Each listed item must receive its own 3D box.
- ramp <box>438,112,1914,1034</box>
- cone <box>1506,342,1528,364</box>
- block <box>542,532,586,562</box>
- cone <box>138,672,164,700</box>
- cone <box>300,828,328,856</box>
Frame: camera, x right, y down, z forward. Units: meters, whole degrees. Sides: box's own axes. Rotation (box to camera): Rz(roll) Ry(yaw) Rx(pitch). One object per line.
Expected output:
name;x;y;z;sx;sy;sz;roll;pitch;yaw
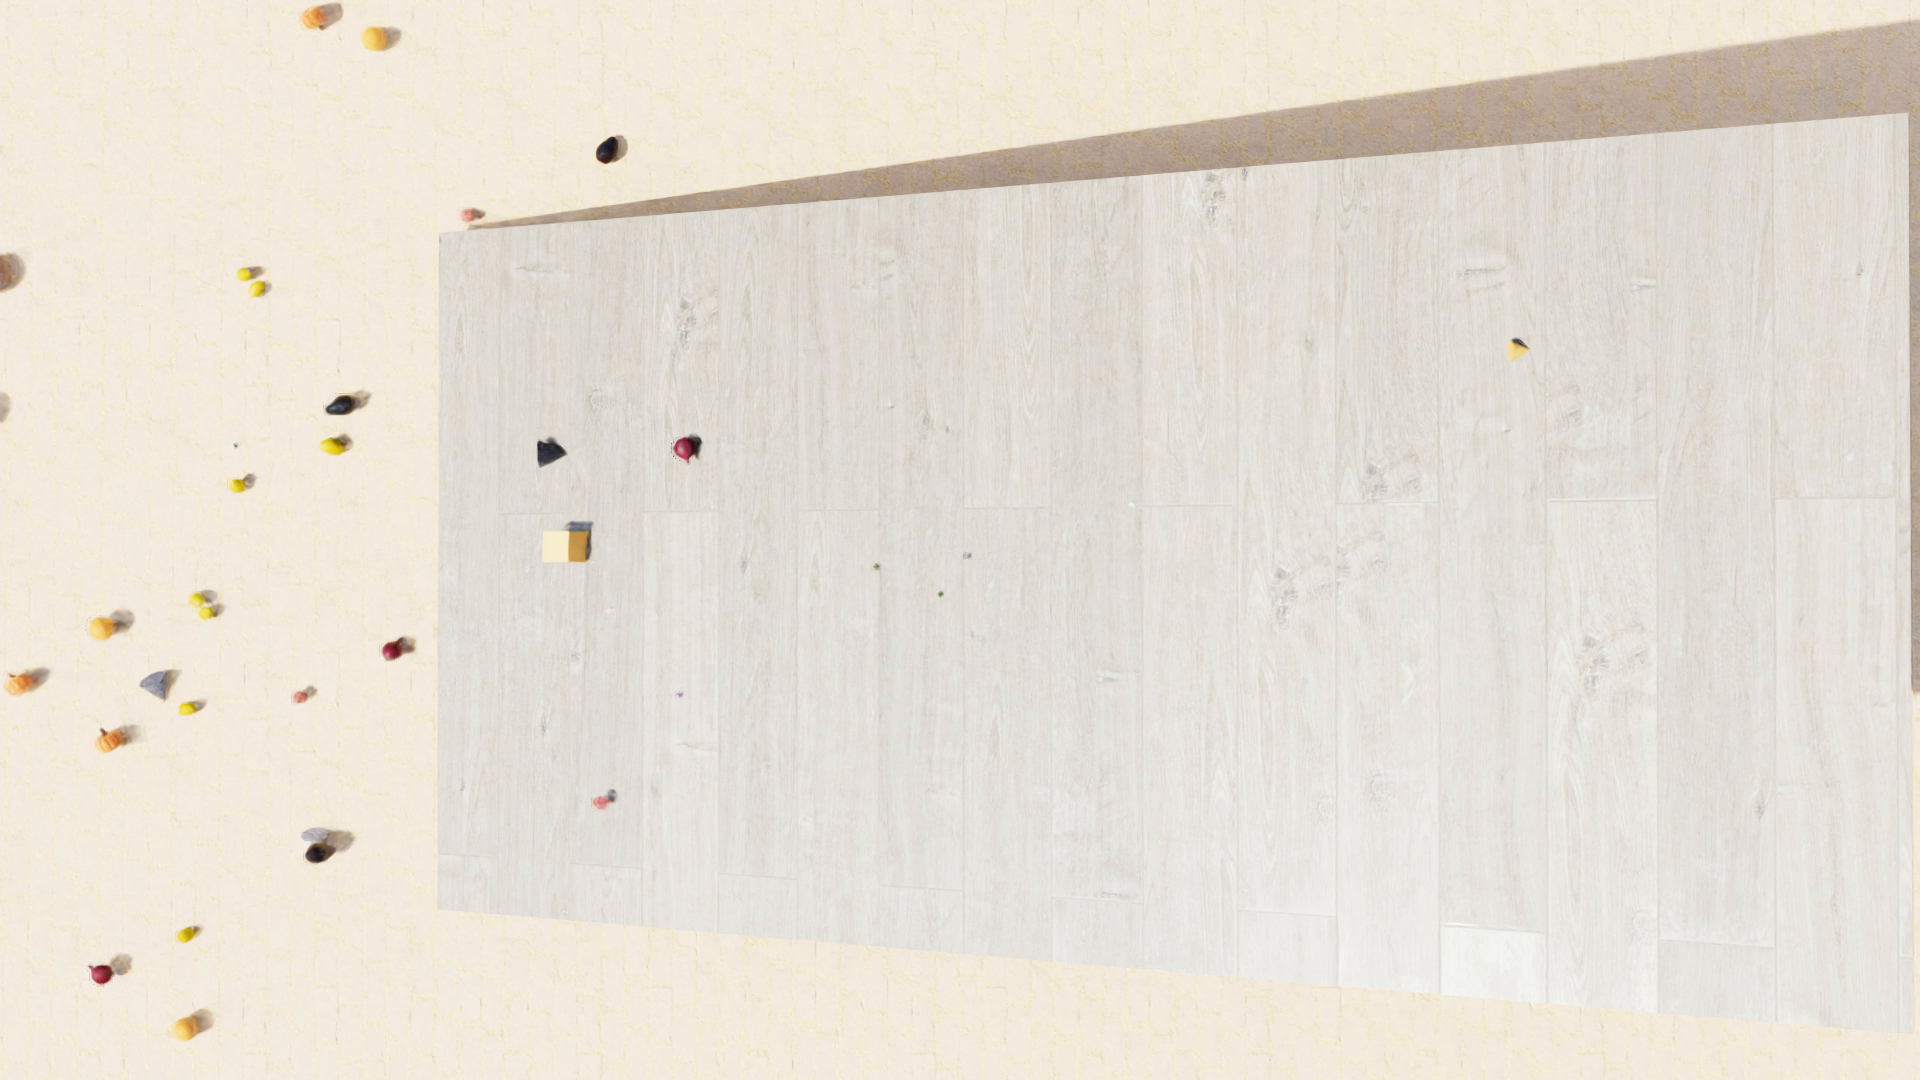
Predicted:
ramp;0.281;0.081;5.682;4.000;0.100;2.000;0;89;26
cone;1.308;-0.442;5.127;0.050;0.050;0.050;-17;89;-25
block;-1.124;0.019;6.253;0.087;0.087;0.087;1;90;26
cone;-2.395;0.449;6.570;0.083;0.083;0.083;-20;116;0
cone;-1.927;0.913;6.566;0.078;0.078;0.078;5;116;0
